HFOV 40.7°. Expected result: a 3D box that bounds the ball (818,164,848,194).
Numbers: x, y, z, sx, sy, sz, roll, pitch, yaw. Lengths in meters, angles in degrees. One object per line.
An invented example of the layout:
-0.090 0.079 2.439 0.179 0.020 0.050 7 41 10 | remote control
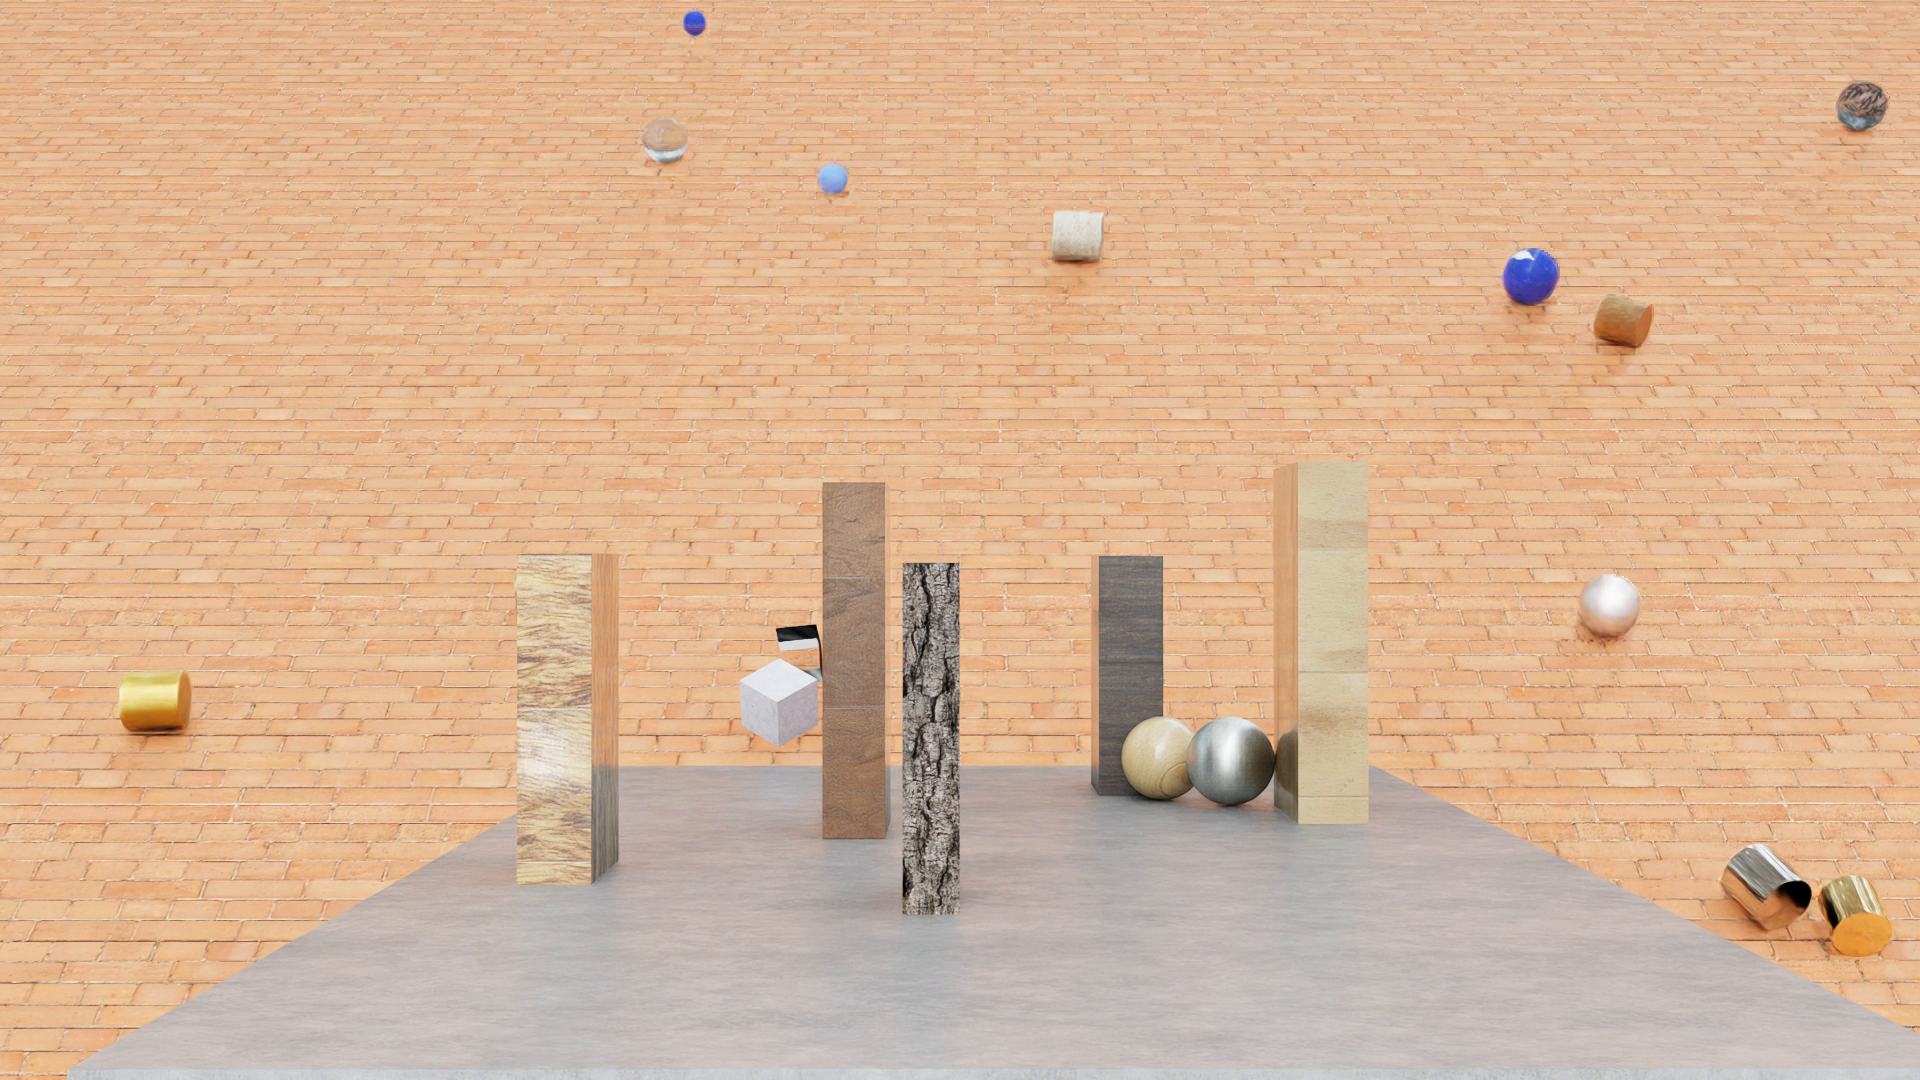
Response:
-0.491 -1.392 10.000 0.115 0.115 0.115 0 31 0 | ball

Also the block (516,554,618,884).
-0.664 0.294 4.408 0.122 0.542 0.342 0 0 0 | block

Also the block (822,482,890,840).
-0.202 0.231 5.128 0.119 0.679 0.406 0 0 0 | block

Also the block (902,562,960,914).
-0.043 0.298 4.034 0.086 0.526 0.317 0 0 0 | block

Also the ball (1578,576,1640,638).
1.839 0.189 7.342 0.173 0.173 0.173 0 31 0 | ball

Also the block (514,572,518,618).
-1.224 0.164 7.446 0.107 0.107 0.107 -5 32 -9 | block

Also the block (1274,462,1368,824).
0.751 0.208 5.419 0.141 0.728 0.409 0 0 0 | block

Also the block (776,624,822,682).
-0.446 0.318 7.185 0.114 0.114 0.114 -5 32 -9 | block

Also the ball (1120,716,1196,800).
0.449 0.482 5.732 0.185 0.185 0.185 0 31 0 | ball

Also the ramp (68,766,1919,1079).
0.070 0.617 4.695 2.000 0.100 4.000 0 0 0 | ramp

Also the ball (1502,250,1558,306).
2.016 -0.927 9.157 0.195 0.195 0.195 0 31 0 | ball

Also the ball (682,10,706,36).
-1.177 -2.293 11.489 0.108 0.108 0.108 0 31 0 | ball

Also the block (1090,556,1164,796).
0.385 0.307 6.000 0.145 0.540 0.347 0 0 0 | block

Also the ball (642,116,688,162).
-1.167 -1.584 10.251 0.181 0.181 0.181 0 31 0 | ball

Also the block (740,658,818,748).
-0.486 0.437 6.959 0.147 0.147 0.147 26 40 36 | block

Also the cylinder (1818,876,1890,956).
2.142 0.900 6.204 0.138 0.138 0.138 3 26 4 | cylinder

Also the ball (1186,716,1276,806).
0.585 0.478 5.601 0.192 0.192 0.192 0 31 0 | ball

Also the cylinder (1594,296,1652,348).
2.281 -0.751 8.910 0.150 0.150 0.150 20 36 29 | cylinder

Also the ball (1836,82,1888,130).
3.667 -1.765 10.533 0.198 0.198 0.198 0 31 0 | ball

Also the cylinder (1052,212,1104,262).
0.433 -1.111 9.480 0.175 0.175 0.175 3 31 6 | cylinder
